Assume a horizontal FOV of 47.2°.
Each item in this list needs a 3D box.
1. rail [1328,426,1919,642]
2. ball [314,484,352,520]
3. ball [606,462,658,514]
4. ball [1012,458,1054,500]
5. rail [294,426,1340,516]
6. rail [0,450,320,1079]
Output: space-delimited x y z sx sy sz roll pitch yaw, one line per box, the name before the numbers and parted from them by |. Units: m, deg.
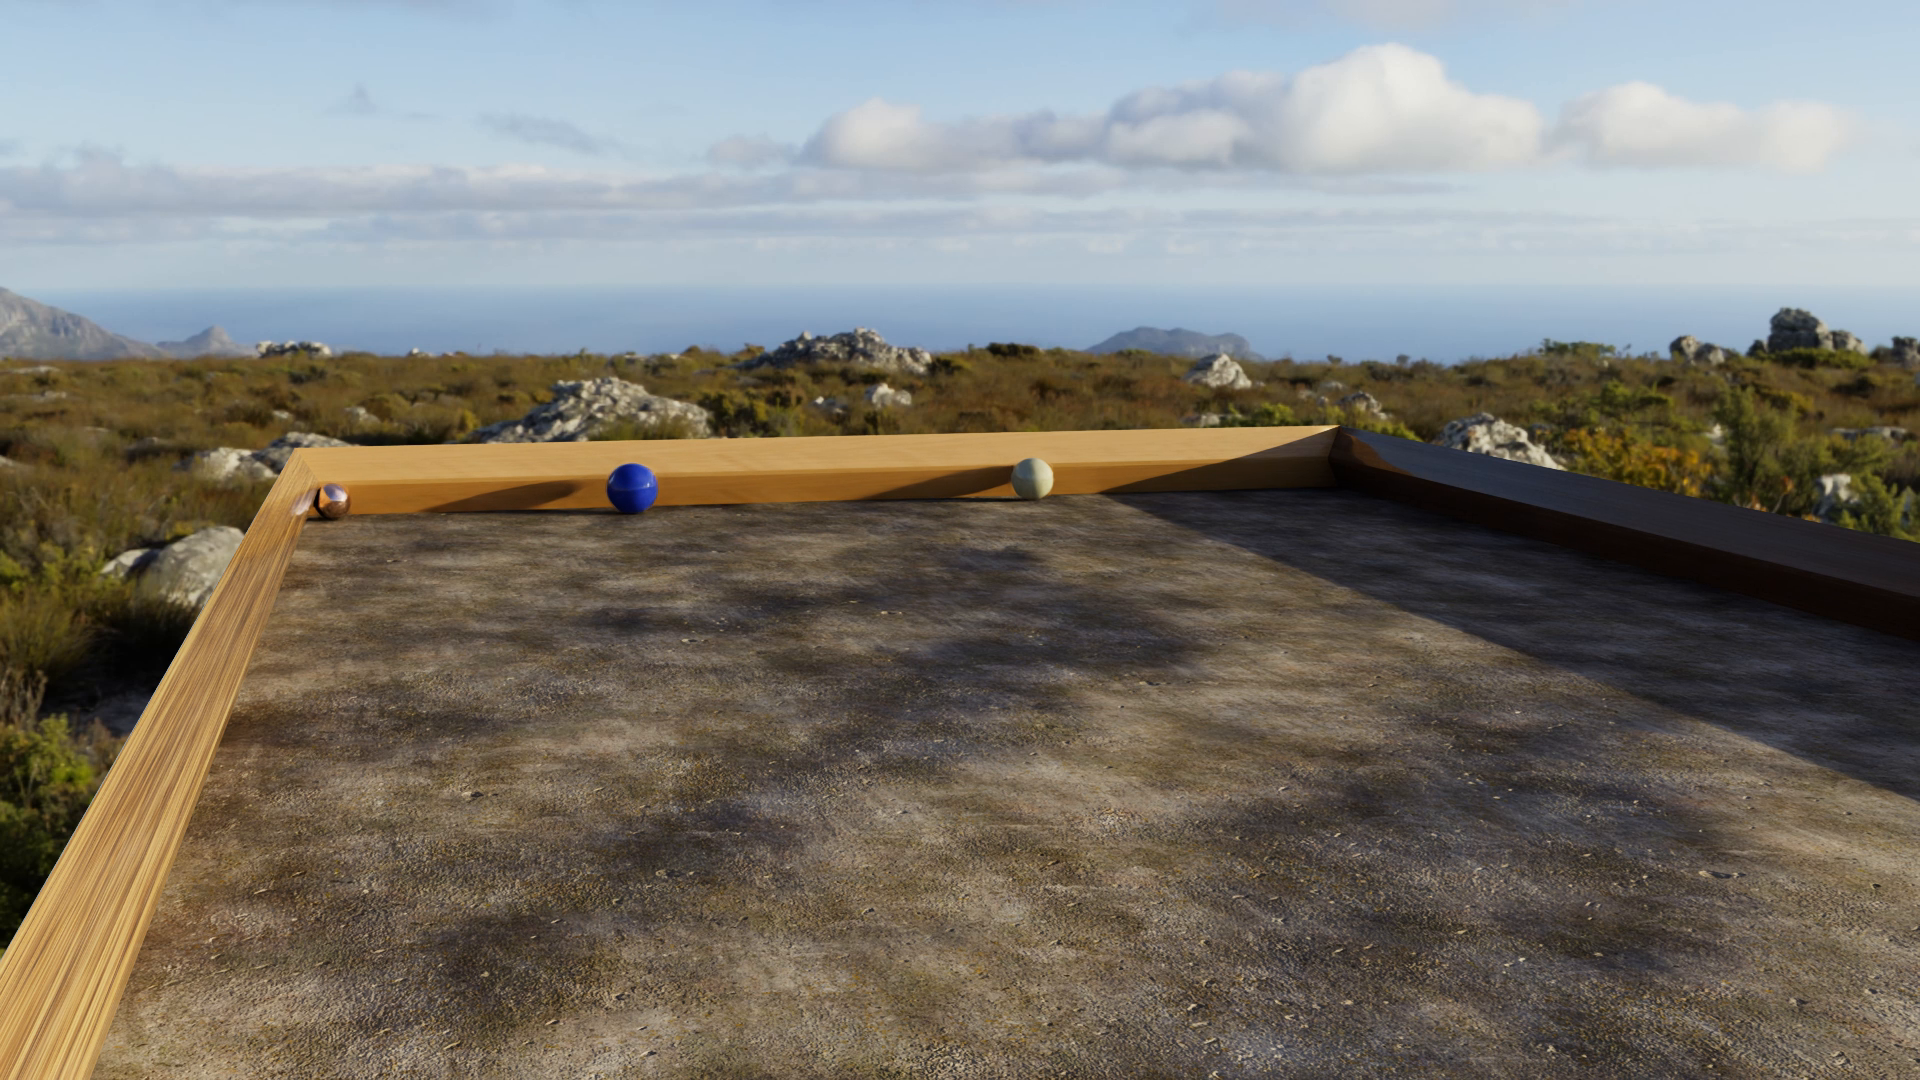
rail | 1.237 0.073 2.832 0.045 0.128 3.811 -2 8 -14
ball | -1.176 -0.073 4.122 0.068 0.068 0.068 0 8 0
ball | -0.626 -0.099 4.205 0.098 0.098 0.098 0 8 0
ball | 0.146 -0.123 4.425 0.086 0.086 0.086 0 8 0
rail | -0.221 -0.141 4.398 2.128 0.128 0.045 -2 8 -14
rail | -0.783 0.141 2.342 0.045 0.128 3.811 -2 8 -14
